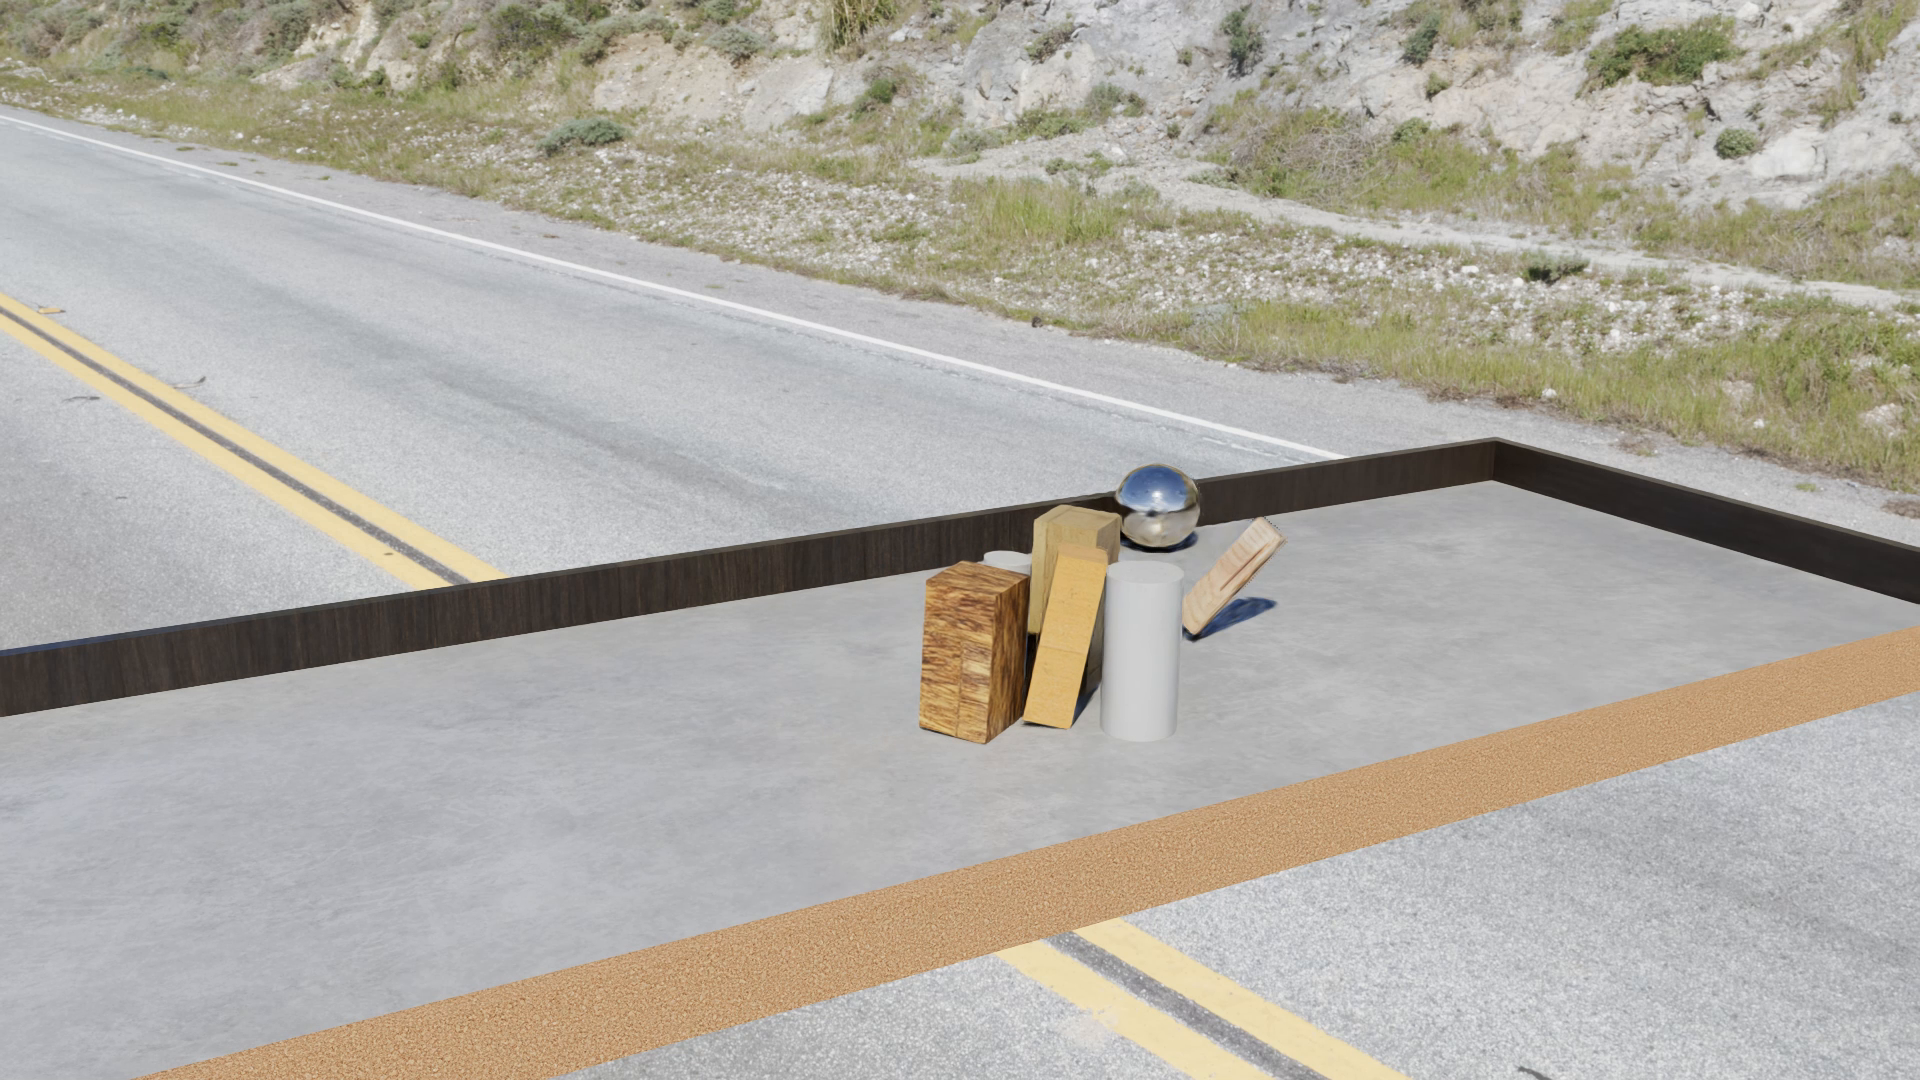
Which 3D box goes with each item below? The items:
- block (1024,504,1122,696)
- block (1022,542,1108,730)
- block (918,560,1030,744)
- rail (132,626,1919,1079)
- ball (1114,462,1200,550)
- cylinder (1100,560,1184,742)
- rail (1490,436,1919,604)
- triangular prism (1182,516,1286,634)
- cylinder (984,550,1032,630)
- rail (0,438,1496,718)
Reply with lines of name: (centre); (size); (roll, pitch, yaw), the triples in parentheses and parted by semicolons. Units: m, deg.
block: (0.281, 0.146, 4.093); (0.164, 0.424, 0.164); (11, 19, 24)
block: (0.244, 0.223, 3.844); (0.113, 0.411, 0.113); (11, 17, 1)
block: (0.033, 0.257, 3.821); (0.177, 0.361, 0.177); (13, 20, 26)
rail: (-2.336, 1.006, 1.665); (12.000, 0.150, 0.050); (-9, 18, -27)
ball: (0.624, -0.107, 5.227); (0.274, 0.274, 0.274); (0, 16, 0)
cylinder: (0.419, 0.255, 3.812); (0.180, 0.380, 0.180); (1, 17, 0)
rail: (2.466, -0.048, 5.253); (0.050, 0.150, 2.100); (-9, 18, -27)
triangular prism: (0.716, 0.094, 4.417); (0.090, 0.349, 0.103); (43, 9, 12)
cylinder: (0.107, 0.198, 4.094); (0.123, 0.322, 0.123); (4, 16, -1)
rail: (-3.305, 0.497, 3.399); (12.000, 0.150, 0.050); (-9, 18, -27)
